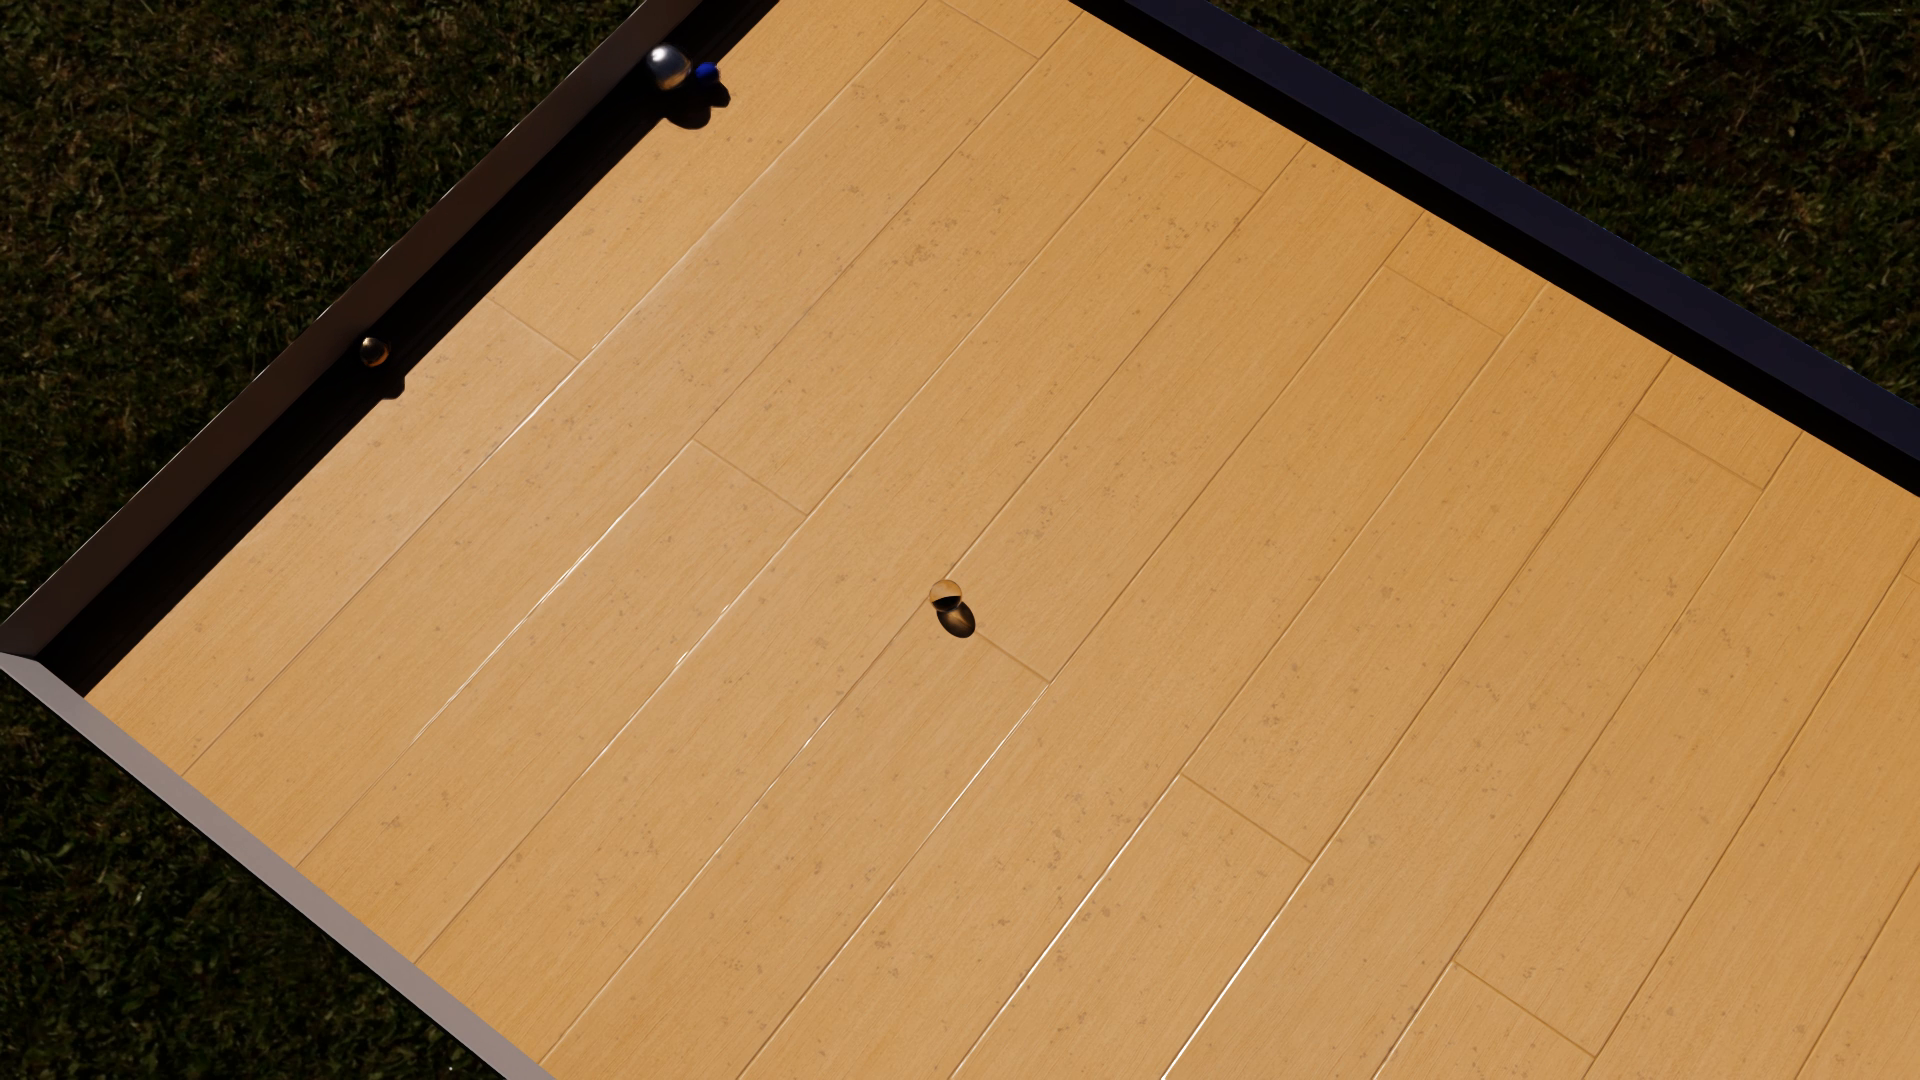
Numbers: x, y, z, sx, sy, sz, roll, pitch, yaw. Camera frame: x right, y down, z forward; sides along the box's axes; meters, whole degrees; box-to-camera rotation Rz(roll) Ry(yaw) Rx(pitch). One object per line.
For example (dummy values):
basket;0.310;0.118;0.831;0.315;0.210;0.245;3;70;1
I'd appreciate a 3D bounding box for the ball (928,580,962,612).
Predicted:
ball;-0.023;0.091;3.568;0.054;0.054;0.054;0;64;0

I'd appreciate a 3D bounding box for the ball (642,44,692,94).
ball;-0.535;-0.860;4.016;0.089;0.089;0.089;0;64;0

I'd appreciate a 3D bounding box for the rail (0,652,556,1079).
rail;0.218;1.350;2.913;4.350;0.116;0.045;34;69;15

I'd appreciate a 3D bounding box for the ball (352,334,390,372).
ball;-1.008;-0.321;3.765;0.064;0.064;0.064;0;64;0

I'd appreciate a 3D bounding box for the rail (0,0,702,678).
rail;-0.850;-0.588;3.866;0.045;0.116;2.216;34;69;15

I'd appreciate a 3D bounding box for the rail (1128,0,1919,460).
rail;1.521;-0.205;3.678;4.350;0.116;0.045;34;69;15

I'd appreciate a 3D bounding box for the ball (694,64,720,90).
ball;-0.464;-0.851;4.035;0.047;0.047;0.047;0;64;0
